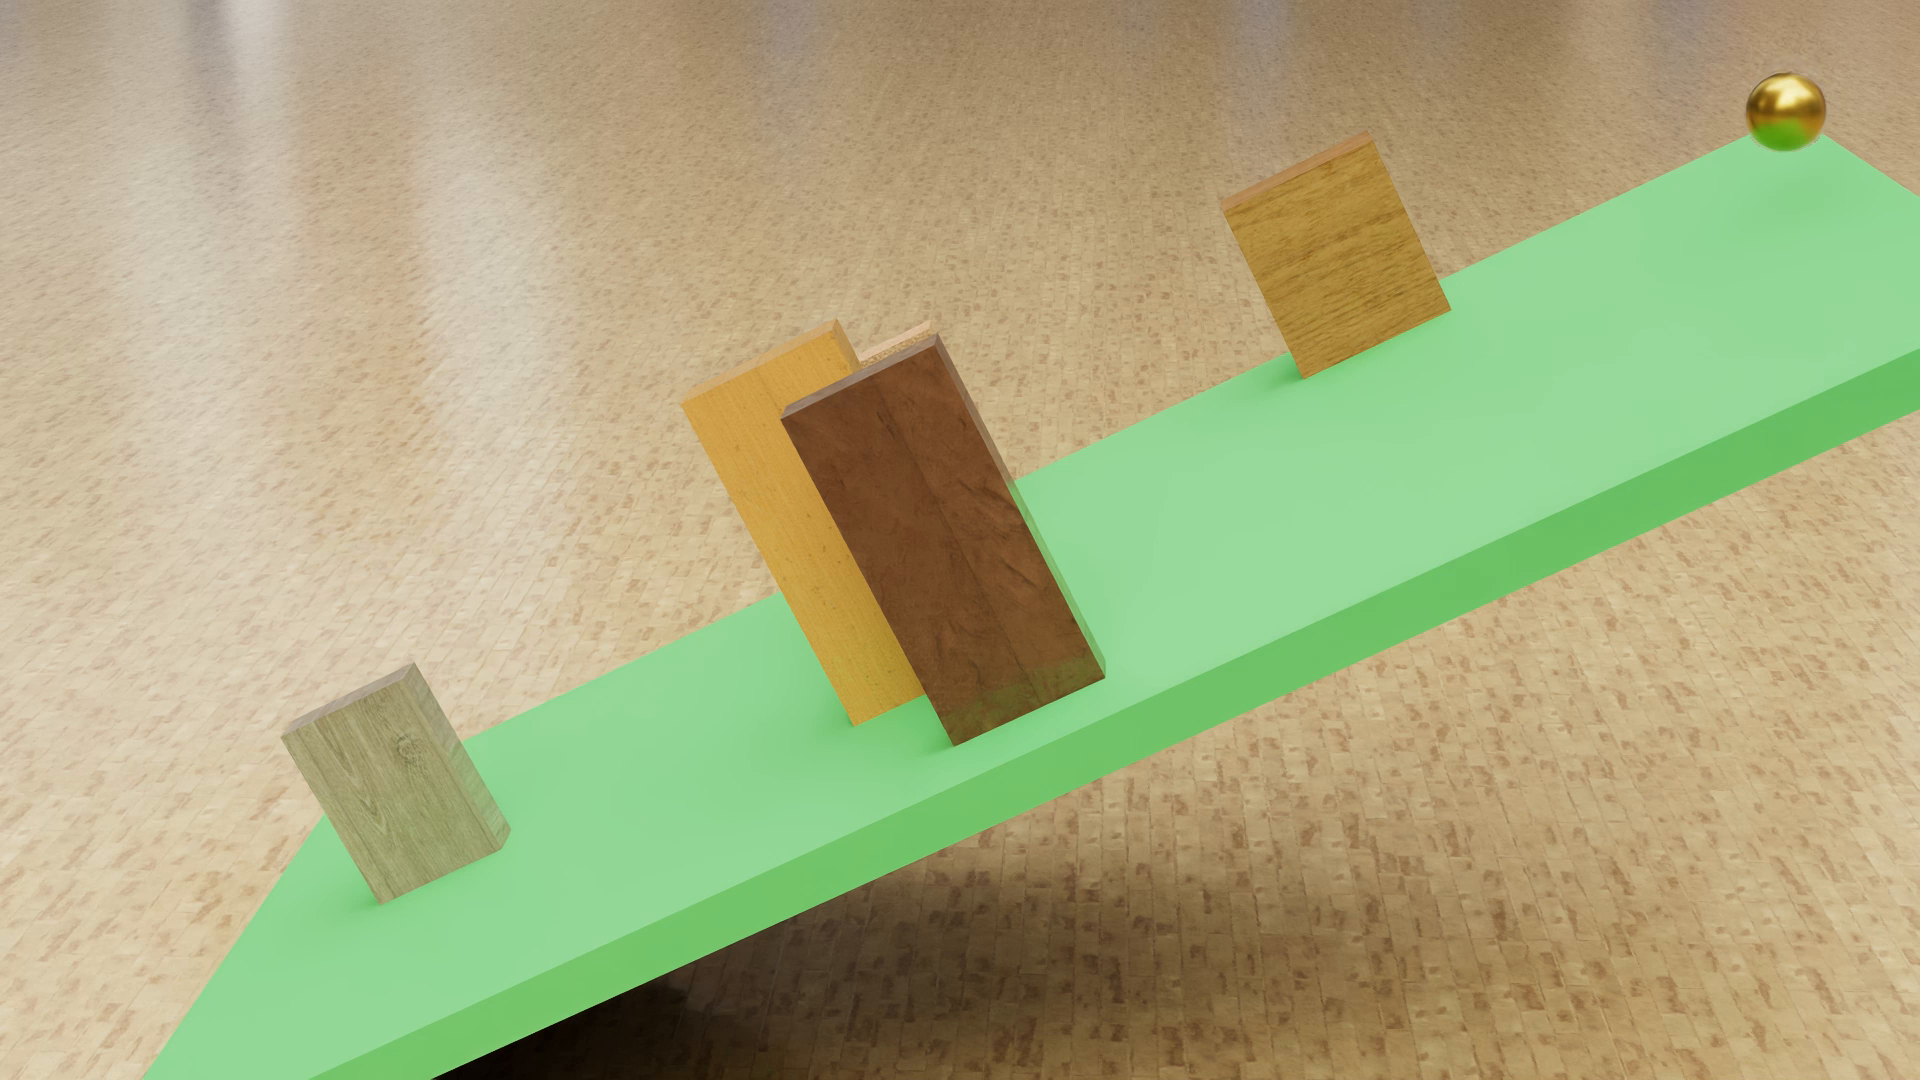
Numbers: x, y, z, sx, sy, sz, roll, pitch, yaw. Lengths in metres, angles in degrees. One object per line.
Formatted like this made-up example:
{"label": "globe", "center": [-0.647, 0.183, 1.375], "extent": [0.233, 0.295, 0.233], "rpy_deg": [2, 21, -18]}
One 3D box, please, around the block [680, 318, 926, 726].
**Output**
{"label": "block", "center": [-0.230, -0.032, 5.909], "extent": [0.336, 0.749, 0.121], "rpy_deg": [-25, 14, 10]}

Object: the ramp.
{"label": "ramp", "center": [0.139, 0.168, 6.281], "extent": [4.000, 0.100, 2.000], "rpy_deg": [-25, 14, 10]}

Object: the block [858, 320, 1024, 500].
{"label": "block", "center": [-0.116, -0.173, 6.673], "extent": [0.379, 0.535, 0.099], "rpy_deg": [-25, 14, 10]}

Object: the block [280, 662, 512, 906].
{"label": "block", "center": [-1.228, 0.533, 6.418], "extent": [0.308, 0.435, 0.111], "rpy_deg": [-25, 14, 10]}

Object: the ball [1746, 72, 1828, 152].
{"label": "ball", "center": [1.703, -0.882, 6.064], "extent": [0.163, 0.163, 0.163], "rpy_deg": [0, 17, 0]}

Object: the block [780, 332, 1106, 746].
{"label": "block", "center": [-0.026, 0.004, 5.474], "extent": [0.316, 0.707, 0.102], "rpy_deg": [-25, 14, 10]}

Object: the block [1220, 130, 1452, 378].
{"label": "block", "center": [0.865, -0.657, 6.779], "extent": [0.372, 0.436, 0.142], "rpy_deg": [-25, 14, 10]}
